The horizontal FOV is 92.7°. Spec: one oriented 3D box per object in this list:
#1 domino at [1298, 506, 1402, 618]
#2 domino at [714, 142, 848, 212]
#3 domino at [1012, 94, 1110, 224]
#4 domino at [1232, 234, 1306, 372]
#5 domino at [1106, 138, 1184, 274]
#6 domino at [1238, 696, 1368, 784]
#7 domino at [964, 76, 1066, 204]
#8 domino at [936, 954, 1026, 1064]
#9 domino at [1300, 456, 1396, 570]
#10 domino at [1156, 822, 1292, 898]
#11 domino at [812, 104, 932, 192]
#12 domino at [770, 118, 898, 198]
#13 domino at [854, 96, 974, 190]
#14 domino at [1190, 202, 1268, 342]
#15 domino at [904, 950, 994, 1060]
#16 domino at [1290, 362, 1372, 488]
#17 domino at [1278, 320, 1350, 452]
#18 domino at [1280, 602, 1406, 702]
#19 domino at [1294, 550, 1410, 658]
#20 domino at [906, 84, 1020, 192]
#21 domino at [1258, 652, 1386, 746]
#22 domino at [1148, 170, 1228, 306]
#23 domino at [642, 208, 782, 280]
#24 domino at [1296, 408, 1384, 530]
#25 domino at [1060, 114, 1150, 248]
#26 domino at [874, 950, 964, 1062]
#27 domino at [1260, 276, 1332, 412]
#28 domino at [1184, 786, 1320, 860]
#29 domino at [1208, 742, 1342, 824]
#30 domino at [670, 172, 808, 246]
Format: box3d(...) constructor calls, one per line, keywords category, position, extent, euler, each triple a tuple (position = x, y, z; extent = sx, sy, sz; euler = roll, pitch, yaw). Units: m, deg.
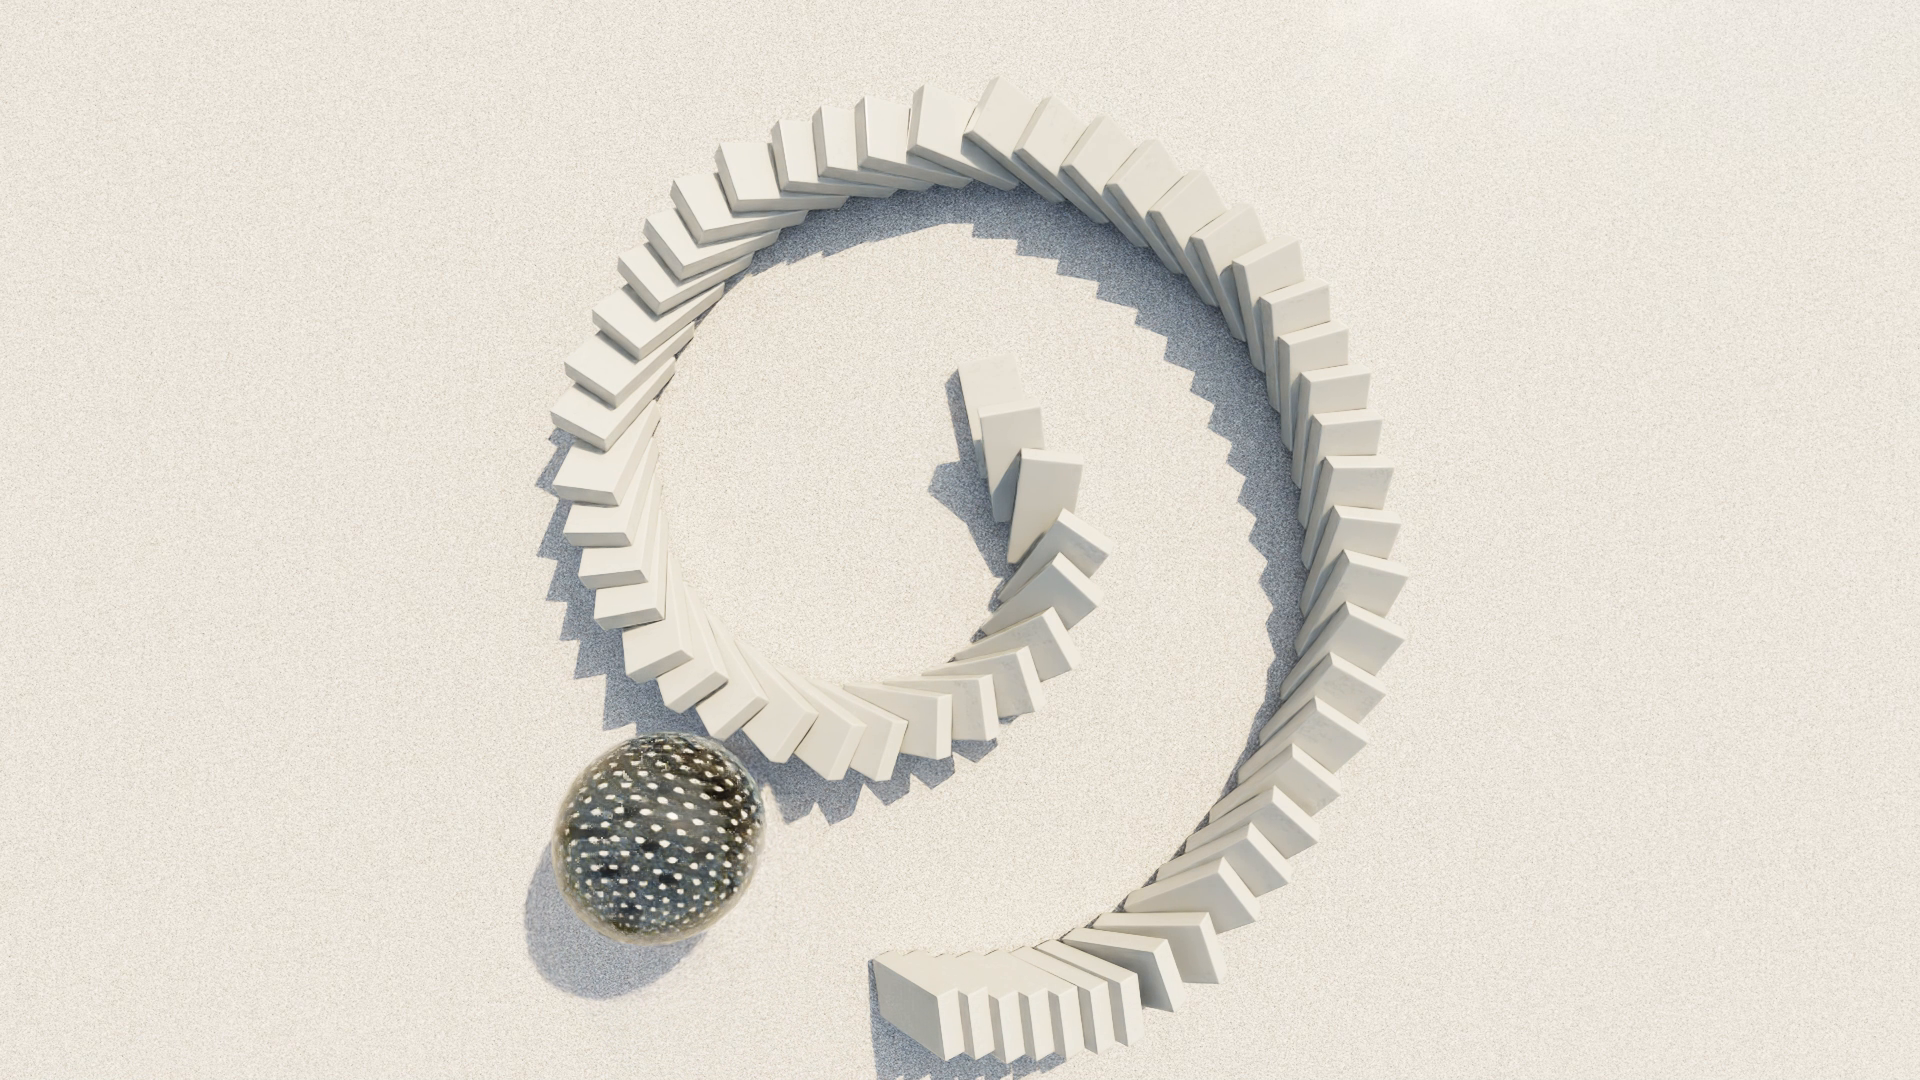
box3d(category="domino", position=(0.162, 0.011, 0.383), extent=(0.025, 0.010, 0.050), euler=(6, 121, 0))
box3d(category="domino", position=(-0.074, -0.151, 0.381), extent=(0.050, 0.009, 0.025), euler=(-16, 84, -33))
box3d(category="domino", position=(0.049, -0.159, 0.384), extent=(0.050, 0.009, 0.025), euler=(30, 90, -28))
box3d(category="domino", position=(0.131, -0.098, 0.382), extent=(0.025, 0.009, 0.050), euler=(-27, 124, -2))
box3d(category="domino", position=(0.086, -0.139, 0.384), extent=(0.025, 0.010, 0.050), euler=(-48, 119, -1))
box3d(category="domino", position=(0.143, 0.091, 0.384), extent=(0.025, 0.010, 0.050), euler=(33, 119, -1))
box3d(category="domino", position=(0.028, -0.167, 0.384), extent=(0.050, 0.009, 0.025), euler=(27, 90, -29))
box3d(category="domino", position=(0.006, 0.191, 0.377), extent=(0.010, 0.050, 0.025), euler=(-7, 90, -35))
box3d(category="domino", position=(0.161, -0.011, 0.382), extent=(0.025, 0.010, 0.050), euler=(0, 123, -1))
box3d(category="domino", position=(0.109, 0.139, 0.382), extent=(0.025, 0.009, 0.050), euler=(47, 124, -1))
box3d(category="domino", position=(-0.036, -0.162, 0.382), extent=(0.050, 0.009, 0.025), euler=(-5, 88, -33))
box3d(category="domino", position=(-0.052, -0.158, 0.382), extent=(0.050, 0.009, 0.025), euler=(-9, 90, -33))
box3d(category="domino", position=(-0.019, -0.165, 0.382), extent=(0.050, 0.010, 0.025), euler=(-1, 85, -33))
box3d(category="domino", position=(0.118, -0.112, 0.384), extent=(0.025, 0.009, 0.050), euler=(-35, 120, 0))
box3d(category="domino", position=(-0.006, 0.190, 0.377), extent=(0.010, 0.050, 0.025), euler=(-7, 90, -35))
box3d(category="domino", position=(0.154, -0.047, 0.382), extent=(0.025, 0.009, 0.050), euler=(-9, 124, -1))
box3d(category="domino", position=(0.148, -0.064, 0.382), extent=(0.025, 0.009, 0.050), euler=(-15, 124, 0))
box3d(category="domino", position=(0.159, 0.052, 0.383), extent=(0.025, 0.010, 0.050), euler=(25, 120, 0))
box3d(category="domino", position=(0.163, 0.030, 0.383), extent=(0.025, 0.009, 0.050), euler=(14, 121, -2))
box3d(category="domino", position=(0.003, -0.167, 0.383), extent=(0.050, 0.009, 0.025), euler=(8, 88, -31))
box3d(category="domino", position=(0.151, 0.073, 0.384), extent=(0.025, 0.009, 0.050), euler=(29, 118, 0))
box3d(category="domino", position=(0.102, -0.126, 0.384), extent=(0.025, 0.010, 0.050), euler=(-43, 119, 0))
box3d(category="domino", position=(-0.103, -0.129, 0.381), extent=(0.050, 0.010, 0.025), euler=(-37, 87, -35))
box3d(category="domino", position=(0.158, -0.029, 0.382), extent=(0.025, 0.010, 0.050), euler=(-6, 123, -1))
box3d(category="domino", position=(0.068, -0.149, 0.384), extent=(0.050, 0.009, 0.025), euler=(36, 90, -29))
box3d(category="domino", position=(-0.018, 0.190, 0.377), extent=(0.009, 0.050, 0.025), euler=(-7, 90, -35))
box3d(category="domino", position=(0.141, -0.081, 0.382), extent=(0.025, 0.010, 0.050), euler=(-19, 124, -1))
box3d(category="domino", position=(0.121, 0.125, 0.382), extent=(0.025, 0.009, 0.050), euler=(42, 124, -2))
box3d(category="domino", position=(0.131, 0.110, 0.384), extent=(0.025, 0.009, 0.050), euler=(38, 118, 0))
box3d(category="domino", position=(-0.091, -0.140, 0.381), extent=(0.050, 0.009, 0.025), euler=(-26, 83, -34))
